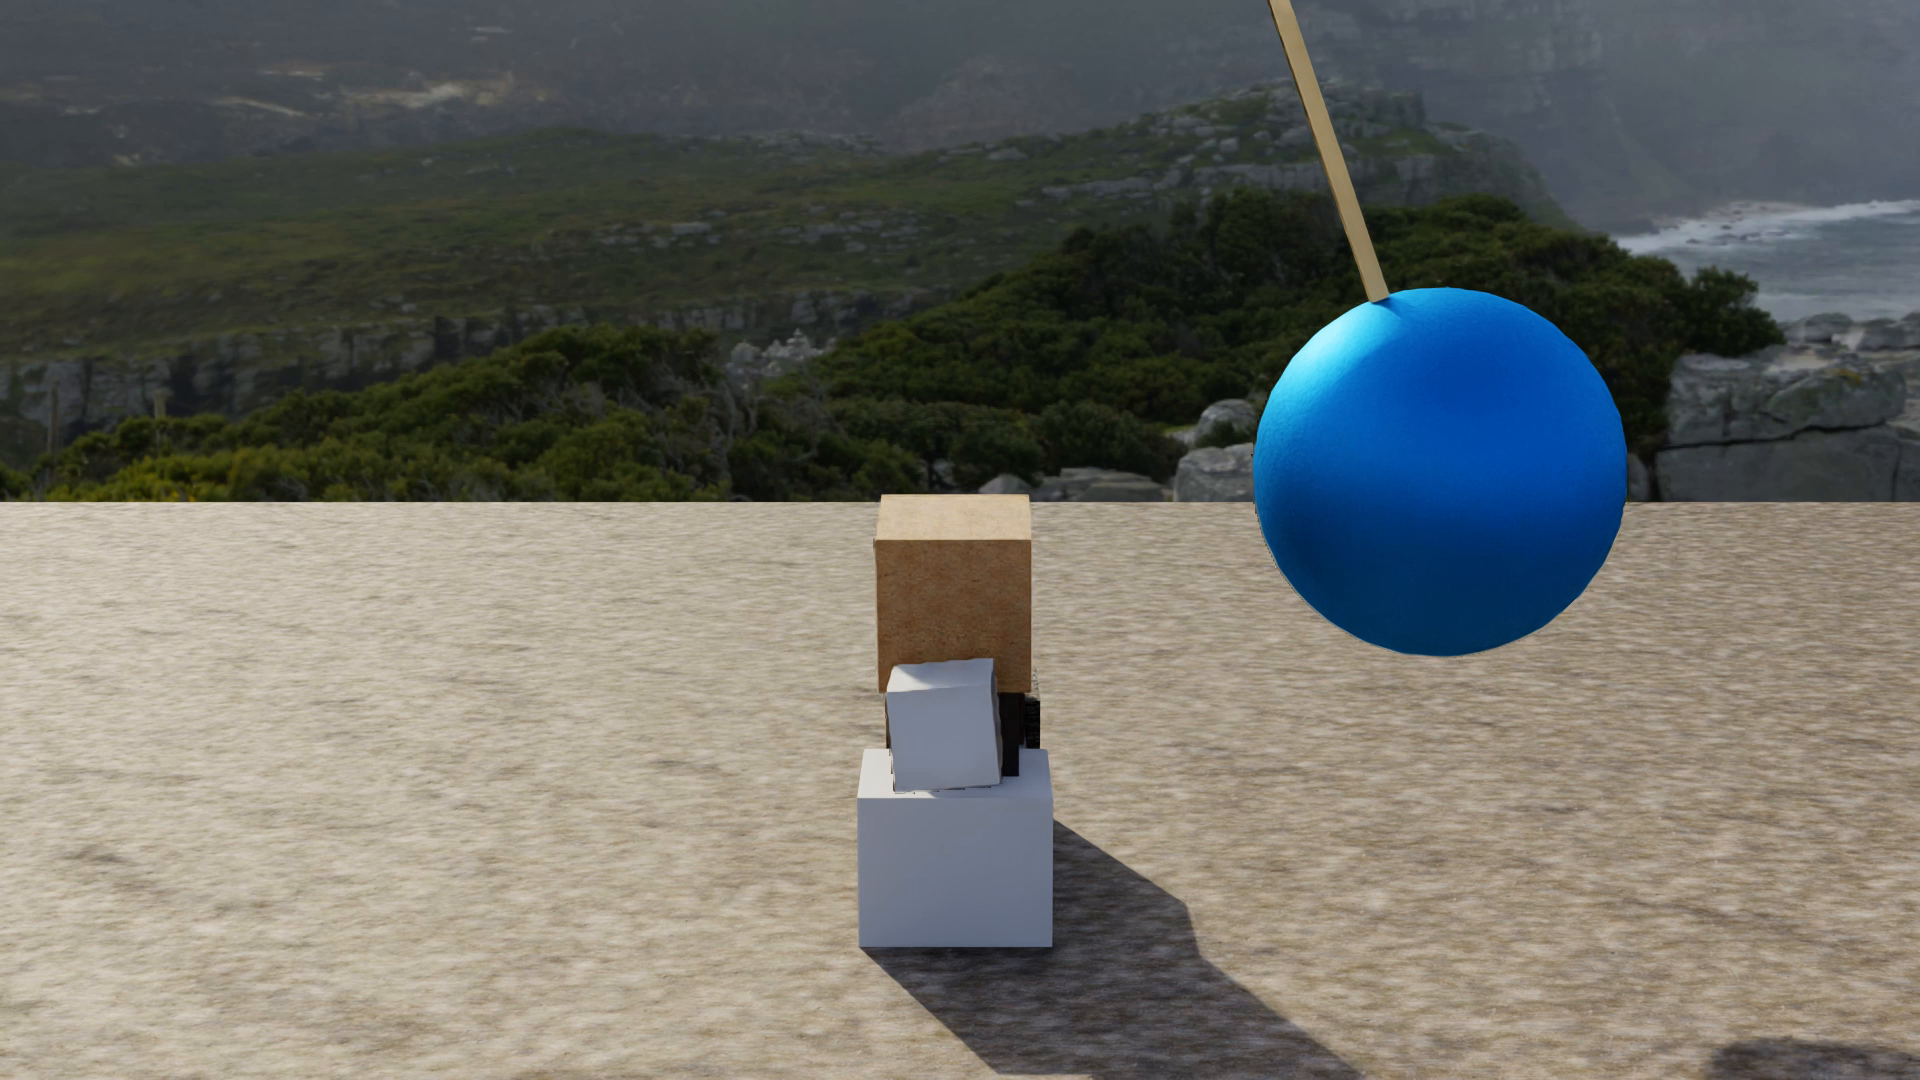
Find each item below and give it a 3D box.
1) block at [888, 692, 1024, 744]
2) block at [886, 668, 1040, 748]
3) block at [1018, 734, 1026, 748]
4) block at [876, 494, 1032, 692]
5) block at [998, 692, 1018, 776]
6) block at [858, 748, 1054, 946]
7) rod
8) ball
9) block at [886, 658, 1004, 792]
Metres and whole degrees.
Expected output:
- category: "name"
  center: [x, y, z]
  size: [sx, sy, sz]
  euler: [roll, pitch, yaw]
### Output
- category: "block"
  center: [-0.019, 0.452, 11.454]
  size: [0.599, 0.691, 0.695]
  euler: [0, 21, 0]
- category: "block"
  center: [0.015, 1.013, 12.069]
  size: [0.704, 0.688, 0.646]
  euler: [0, 10, 0]
- category: "block"
  center: [-0.001, 1.168, 11.452]
  size: [0.581, 0.605, 0.603]
  euler: [0, 10, 0]
- category: "block"
  center: [-0.020, 0.213, 10.489]
  size: [0.613, 0.648, 0.596]
  euler: [0, 18, 1]
- category: "block"
  center: [0.009, 0.710, 10.845]
  size: [0.471, 0.459, 0.479]
  euler: [0, 11, 0]
- category: "block"
  center: [-0.019, 1.280, 10.769]
  size: [0.790, 0.628, 0.763]
  euler: [0, 10, 0]
- category: "rod"
  center: [0.899, -3.432, 10.556]
  size: [0.080, 5.200, 0.080]
  euler: [-20, 10, 4]
- category: "ball"
  center: [2.074, -0.294, 11.127]
  size: [1.600, 1.600, 1.600]
  euler: [0, 10, 0]
- category: "block"
  center: [-0.054, 0.711, 9.915]
  size: [0.398, 0.394, 0.405]
  euler: [-5, 12, 4]
